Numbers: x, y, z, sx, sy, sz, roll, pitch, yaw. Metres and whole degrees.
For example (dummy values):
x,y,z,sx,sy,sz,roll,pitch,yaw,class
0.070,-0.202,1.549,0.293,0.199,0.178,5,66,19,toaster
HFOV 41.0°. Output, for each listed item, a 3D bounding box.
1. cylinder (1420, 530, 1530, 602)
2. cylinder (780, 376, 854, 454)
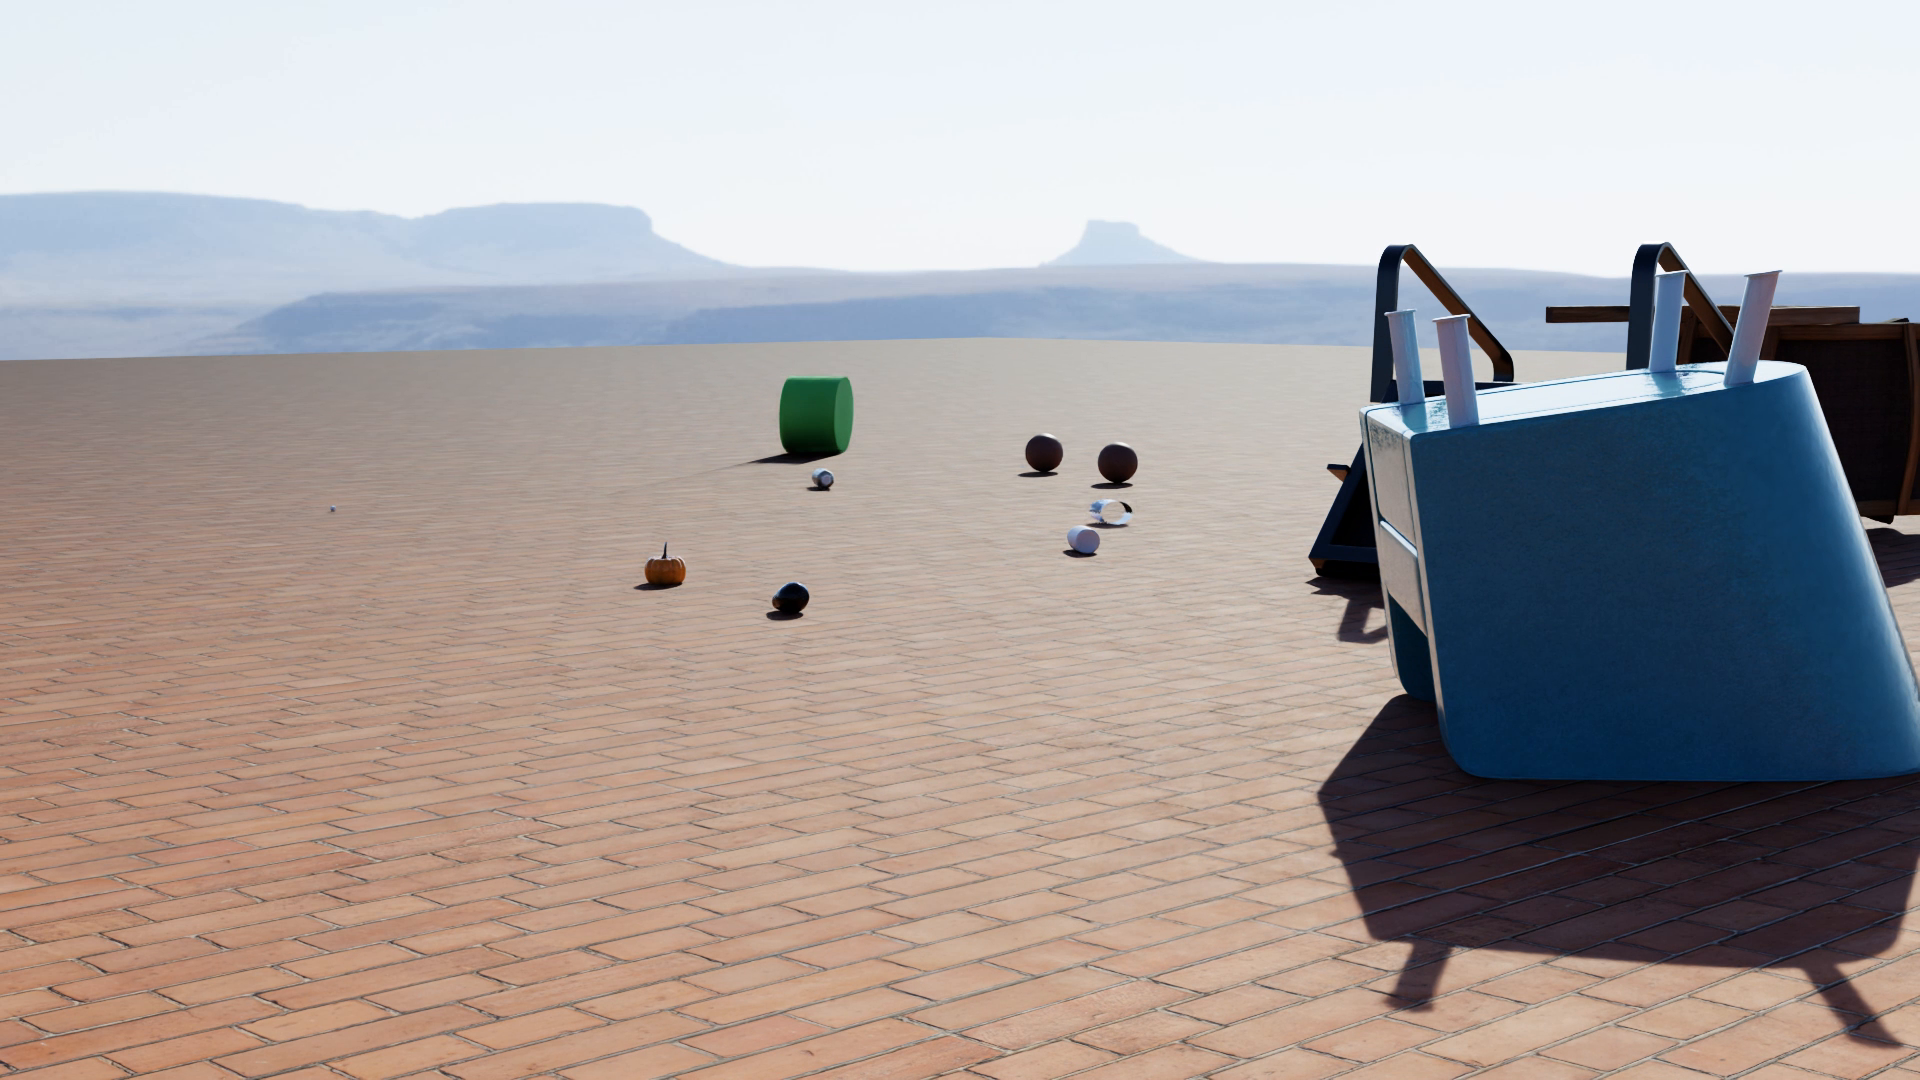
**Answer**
x,y,z,sx,sy,sz,roll,pitch,yaw,class
1.053,0.054,5.246,0.143,0.133,0.165,1,4,-36,cylinder
-0.534,-0.466,9.558,0.211,0.290,0.255,1,-22,13,cylinder
